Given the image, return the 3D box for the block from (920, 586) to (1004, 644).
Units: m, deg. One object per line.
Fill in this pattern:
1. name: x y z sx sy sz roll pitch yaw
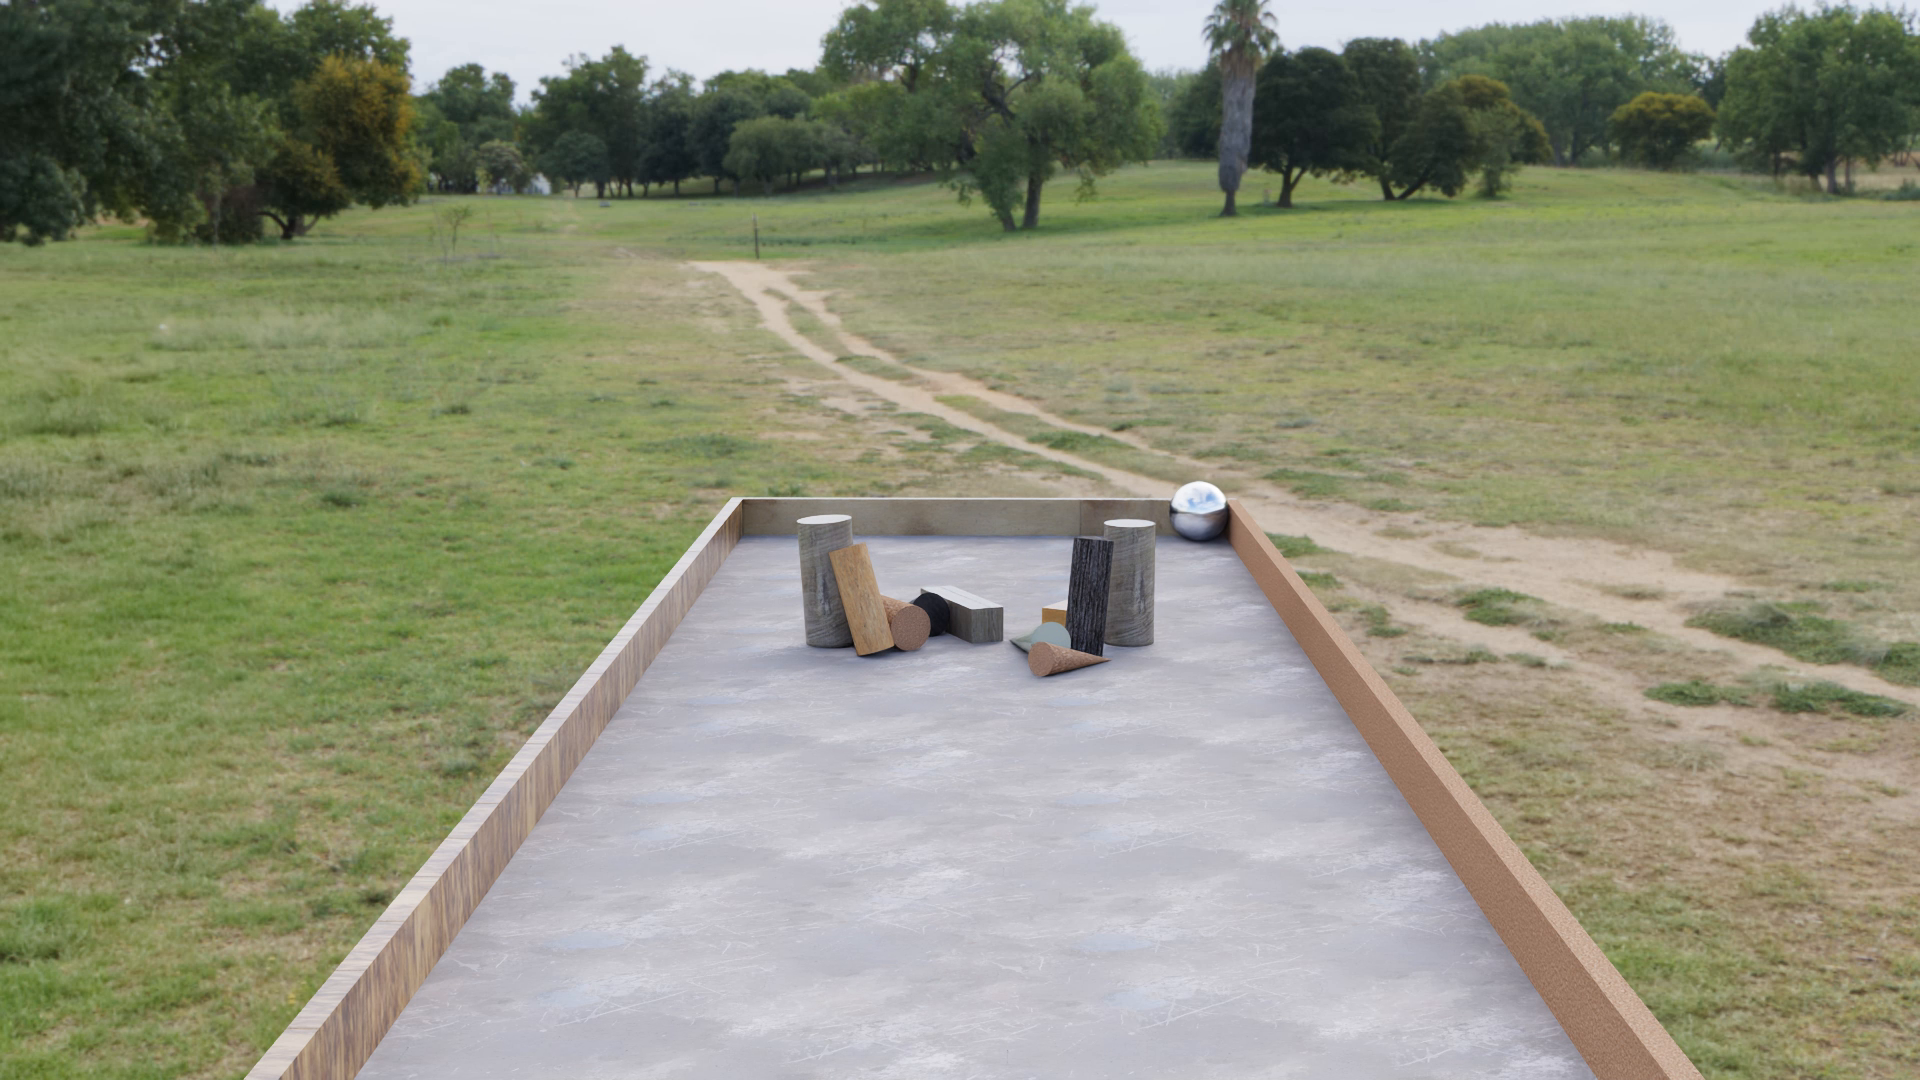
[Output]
1. block: 0.003 0.240 7.145 0.110 0.110 0.416 -4 10 -24

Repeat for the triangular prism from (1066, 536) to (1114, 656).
1. triangular prism: 0.389 0.174 6.735 0.119 0.365 0.103 5 6 -1

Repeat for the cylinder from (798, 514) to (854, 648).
1. cylinder: -0.413 0.128 6.917 0.171 0.392 0.171 -4 9 1

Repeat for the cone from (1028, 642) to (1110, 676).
1. cone: 0.352 0.358 6.588 0.323 0.103 0.103 4 4 -45

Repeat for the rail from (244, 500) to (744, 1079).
1. rail: -1.004 0.839 3.234 0.050 0.150 12.000 0 9 1

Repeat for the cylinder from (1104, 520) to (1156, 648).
1. cylinder: 0.534 0.135 6.941 0.162 0.381 0.162 0 9 0

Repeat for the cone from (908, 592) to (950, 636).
1. cone: -0.178 0.251 7.202 0.143 0.143 0.345 -5 -1 -29

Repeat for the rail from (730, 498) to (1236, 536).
1. rail: 0.099 -0.098 9.147 2.100 0.150 0.050 0 9 1

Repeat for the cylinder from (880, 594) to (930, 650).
1. cylinder: -0.260 0.246 7.002 0.143 0.143 0.418 -5 10 -31

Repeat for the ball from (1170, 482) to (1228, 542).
1. ball: 0.975 -0.117 8.971 0.243 0.243 0.243 0 9 0

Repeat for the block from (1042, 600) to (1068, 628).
1. block: 0.402 0.245 7.137 0.102 0.102 0.368 6 11 32

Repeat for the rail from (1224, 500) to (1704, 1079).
1. rail: 1.046 0.843 3.208 0.050 0.150 12.000 0 9 1

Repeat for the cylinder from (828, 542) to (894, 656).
1. cylinder: -0.303 0.180 6.756 0.119 0.330 0.119 -15 3 1

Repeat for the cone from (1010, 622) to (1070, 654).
1. cone: 0.215 0.315 6.822 0.128 0.128 0.380 -3 0 -18
